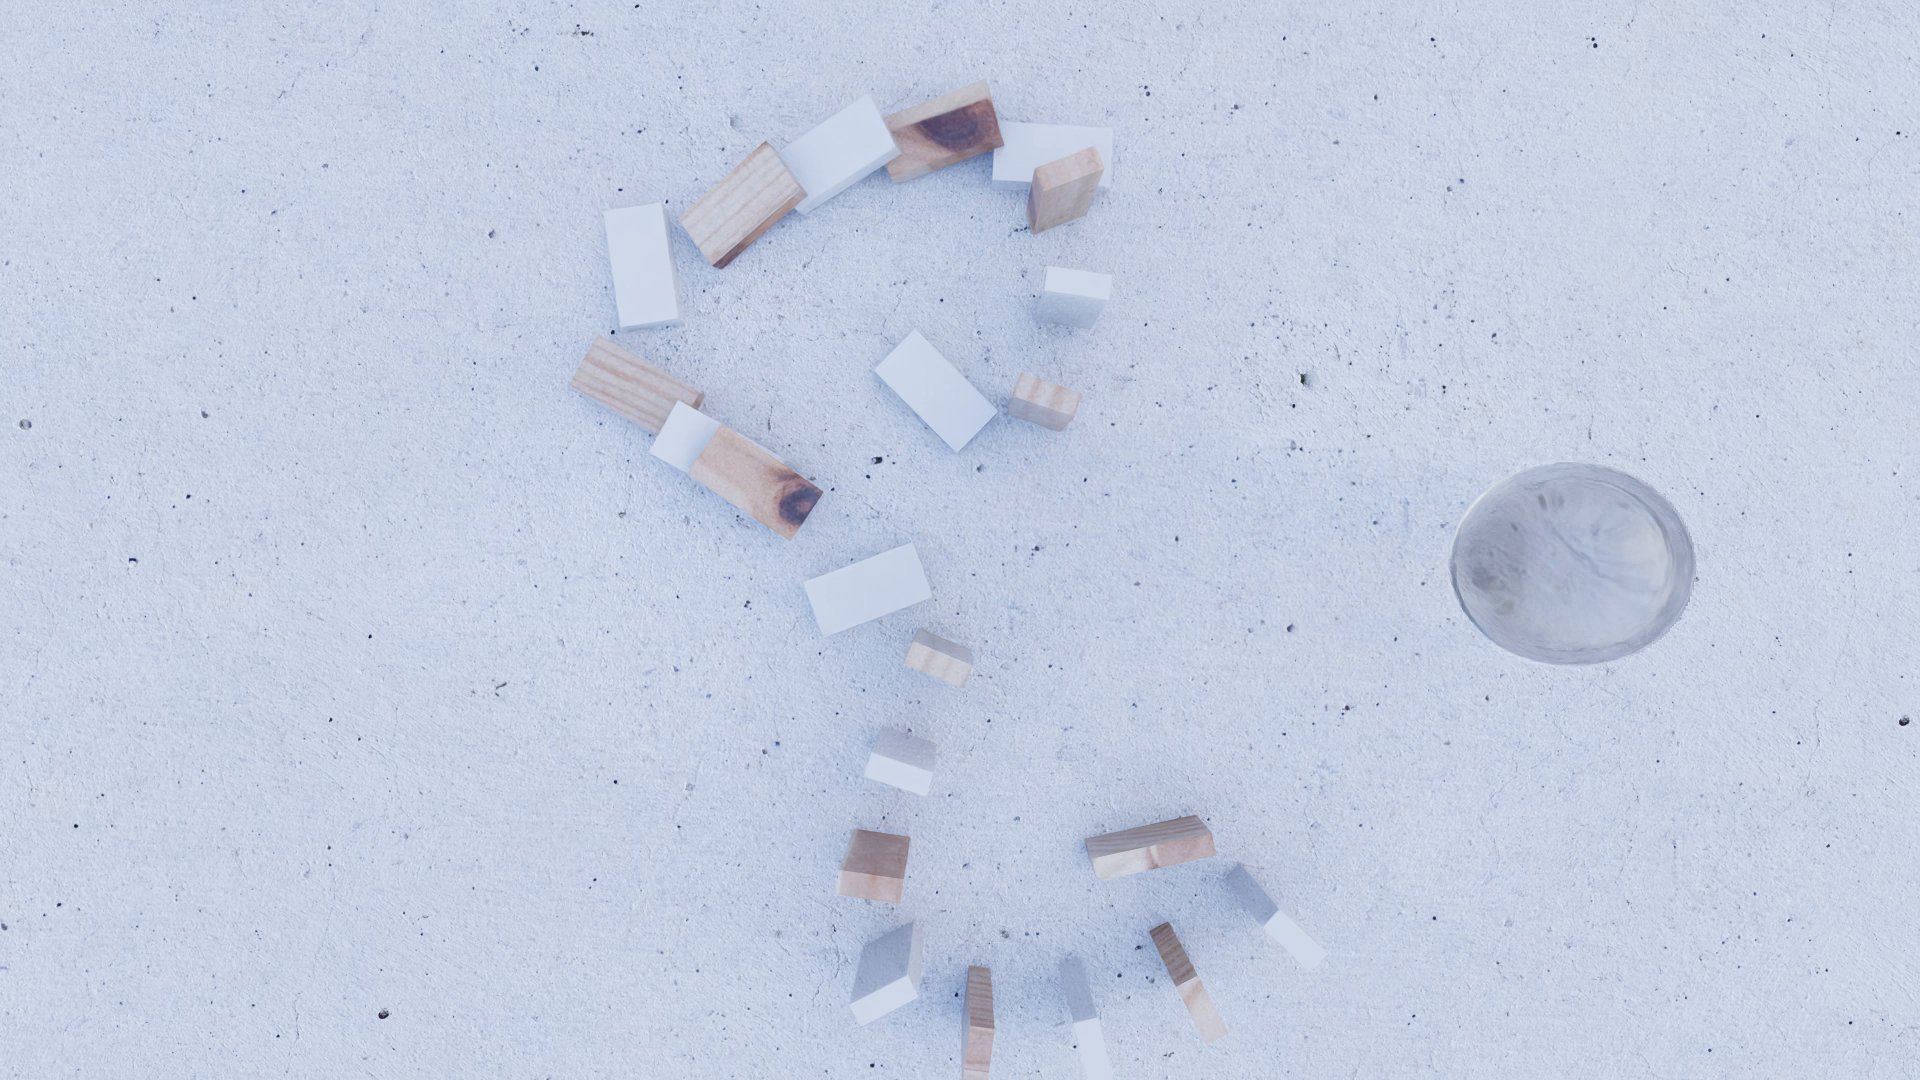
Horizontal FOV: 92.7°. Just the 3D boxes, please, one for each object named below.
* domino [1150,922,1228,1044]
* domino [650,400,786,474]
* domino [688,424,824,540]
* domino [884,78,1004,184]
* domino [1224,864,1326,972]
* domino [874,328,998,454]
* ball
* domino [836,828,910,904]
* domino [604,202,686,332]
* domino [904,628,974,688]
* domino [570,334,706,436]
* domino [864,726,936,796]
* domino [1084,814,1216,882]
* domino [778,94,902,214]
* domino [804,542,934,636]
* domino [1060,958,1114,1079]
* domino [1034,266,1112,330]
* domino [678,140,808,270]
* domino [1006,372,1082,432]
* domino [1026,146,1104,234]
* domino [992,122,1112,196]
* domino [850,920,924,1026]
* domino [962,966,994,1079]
[{"bbox_3d":[0.093,0.180,0.375,0.010,0.050,0.025,-28,90,0],"label":"domino"},{"bbox_3d":[-0.103,-0.036,0.390,0.050,0.009,0.025,29,90,-12],"label":"domino"},{"bbox_3d":[-0.085,-0.024,0.385,0.050,0.009,0.025,34,89,-12],"label":"domino"},{"bbox_3d":[-0.009,-0.173,0.390,0.050,0.009,0.025,-15,90,12],"label":"domino"},{"bbox_3d":[0.128,0.153,0.375,0.025,0.050,0.010,43,90,0],"label":"domino"},{"bbox_3d":[-0.010,-0.064,0.395,0.050,0.010,0.025,45,90,0],"label":"domino"},{"bbox_3d":[0.237,0.010,0.360,0.080,0.080,0.080,0,90,0],"label":"ball"},{"bbox_3d":[-0.035,0.133,0.375,0.025,0.050,0.010,8,90,0],"label":"domino"},{"bbox_3d":[-0.136,-0.117,0.395,0.025,0.009,0.050,-8,90,0],"label":"domino"},{"bbox_3d":[-0.008,0.048,0.375,0.025,0.050,0.009,22,90,0],"label":"domino"},{"bbox_3d":[-0.139,-0.065,0.395,0.050,0.010,0.025,30,90,0],"label":"domino"},{"bbox_3d":[-0.023,0.090,0.375,0.025,0.050,0.009,18,90,0],"label":"domino"},{"bbox_3d":[0.080,0.130,0.388,0.050,0.025,0.010,-12,90,0],"label":"domino"},{"bbox_3d":[-0.053,-0.164,0.390,0.050,0.010,0.025,-27,90,13],"label":"domino"},{"bbox_3d":[-0.039,0.021,0.395,0.050,0.009,0.025,-20,90,0],"label":"domino"},{"bbox_3d":[0.051,0.196,0.375,0.010,0.050,0.025,-14,90,0],"label":"domino"},{"bbox_3d":[0.045,-0.098,0.375,0.025,0.050,0.009,8,90,0],"label":"domino"},{"bbox_3d":[-0.092,-0.142,0.390,0.050,0.010,0.025,-36,90,13],"label":"domino"},{"bbox_3d":[0.033,-0.056,0.375,0.025,0.050,0.009,19,90,0],"label":"domino"},{"bbox_3d":[0.042,-0.142,0.375,0.025,0.050,0.009,-21,90,0],"label":"domino"},{"bbox_3d":[0.039,-0.165,0.395,0.050,0.009,0.025,4,90,0],"label":"domino"},{"bbox_3d":[-0.029,0.176,0.375,0.025,0.050,0.009,-27,90,0],"label":"domino"},{"bbox_3d":[0.007,0.199,0.375,0.009,0.050,0.025,8,90,0],"label":"domino"}]
